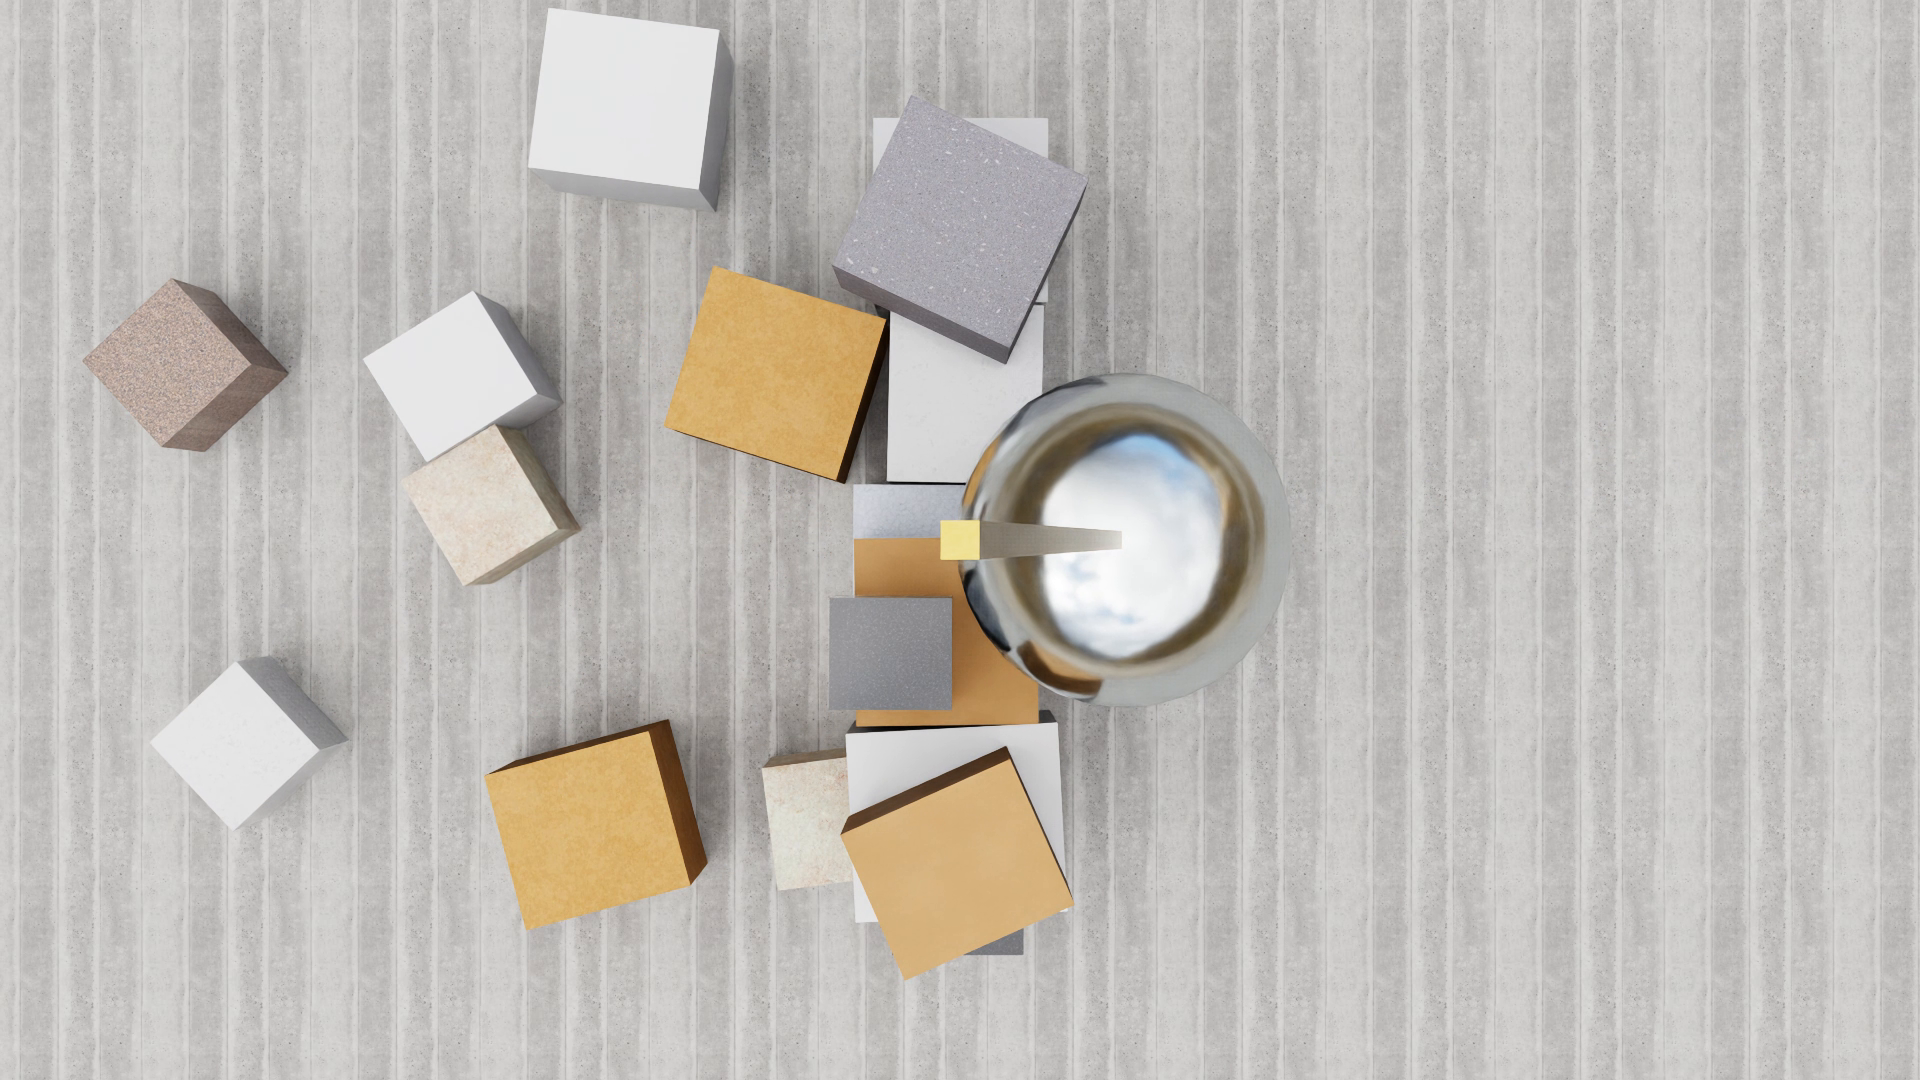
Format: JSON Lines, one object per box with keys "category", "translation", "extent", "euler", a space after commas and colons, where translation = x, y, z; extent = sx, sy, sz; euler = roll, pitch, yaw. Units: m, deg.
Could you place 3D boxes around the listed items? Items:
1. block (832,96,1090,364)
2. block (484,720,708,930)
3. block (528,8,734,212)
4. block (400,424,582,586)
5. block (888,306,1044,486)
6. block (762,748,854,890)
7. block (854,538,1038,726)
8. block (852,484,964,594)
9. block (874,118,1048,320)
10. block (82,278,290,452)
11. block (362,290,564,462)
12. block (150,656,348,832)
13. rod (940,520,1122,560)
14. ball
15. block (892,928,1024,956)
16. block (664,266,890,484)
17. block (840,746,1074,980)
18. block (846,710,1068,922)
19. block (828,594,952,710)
{"category": "block", "translation": [0.002, -1.599, 11.534], "extent": [0.992, 0.923, 0.947], "euler": [25, 89, 0]}
{"category": "block", "translation": [-2.061, 1.608, 12.578], "extent": [0.942, 0.844, 0.886], "euler": [-15, 90, 0]}
{"category": "block", "translation": [-1.859, -2.439, 12.576], "extent": [0.950, 0.848, 0.888], "euler": [7, 90, 0]}
{"category": "block", "translation": [-2.675, -0.194, 12.617], "extent": [0.615, 0.765, 0.684], "euler": [-31, 90, 0]}
{"category": "block", "translation": [0.029, -0.801, 12.496], "extent": [0.835, 1.009, 0.975], "euler": [1, 90, 0]}
{"category": "block", "translation": [-0.762, 1.585, 12.670], "extent": [0.616, 0.660, 0.692], "euler": [-7, 90, 0]}
{"category": "block", "translation": [-0.070, 0.465, 11.614], "extent": [0.927, 0.874, 0.953], "euler": [-1, 90, 0]}
{"category": "block", "translation": [-0.011, 0.197, 12.525], "extent": [1.151, 0.949, 0.997], "euler": [0, 90, 0]}
{"category": "block", "translation": [0.003, -1.802, 12.502], "extent": [0.954, 0.997, 1.002], "euler": [0, 90, 0]}
{"category": "block", "translation": [-4.436, -0.992, 12.646], "extent": [0.684, 0.709, 0.657], "euler": [-43, 90, 0]}
{"category": "block", "translation": [-2.820, -0.905, 12.578], "extent": [0.719, 0.844, 0.670], "euler": [-32, 90, 0]}
{"category": "block", "translation": [-4.088, 1.163, 12.695], "extent": [0.669, 0.610, 0.688], "euler": [-43, 90, 0]}
{"category": "rod", "translation": [0.337, 0.000, 7.107], "extent": [0.080, 5.200, 0.080], "euler": [0, 90, 7]}
{"category": "ball", "translation": [0.777, 0.000, 10.478], "extent": [1.600, 1.600, 1.600], "euler": [0, 90, 0]}
{"category": "block", "translation": [-0.012, 1.908, 12.593], "extent": [0.730, 0.815, 0.787], "euler": [0, 90, 0]}
{"category": "block", "translation": [-1.015, -0.916, 12.525], "extent": [0.990, 0.950, 0.923], "euler": [17, 90, 0]}
{"category": "block", "translation": [-0.012, 1.567, 10.803], "extent": [0.882, 0.782, 0.755], "euler": [-24, 89, 0]}
{"category": "block", "translation": [-0.017, 1.444, 11.691], "extent": [1.080, 0.990, 0.961], "euler": [-3, 89, 0]}
{"category": "block", "translation": [-0.335, 0.550, 10.893], "extent": [0.593, 0.567, 0.541], "euler": [0, 90, 0]}
